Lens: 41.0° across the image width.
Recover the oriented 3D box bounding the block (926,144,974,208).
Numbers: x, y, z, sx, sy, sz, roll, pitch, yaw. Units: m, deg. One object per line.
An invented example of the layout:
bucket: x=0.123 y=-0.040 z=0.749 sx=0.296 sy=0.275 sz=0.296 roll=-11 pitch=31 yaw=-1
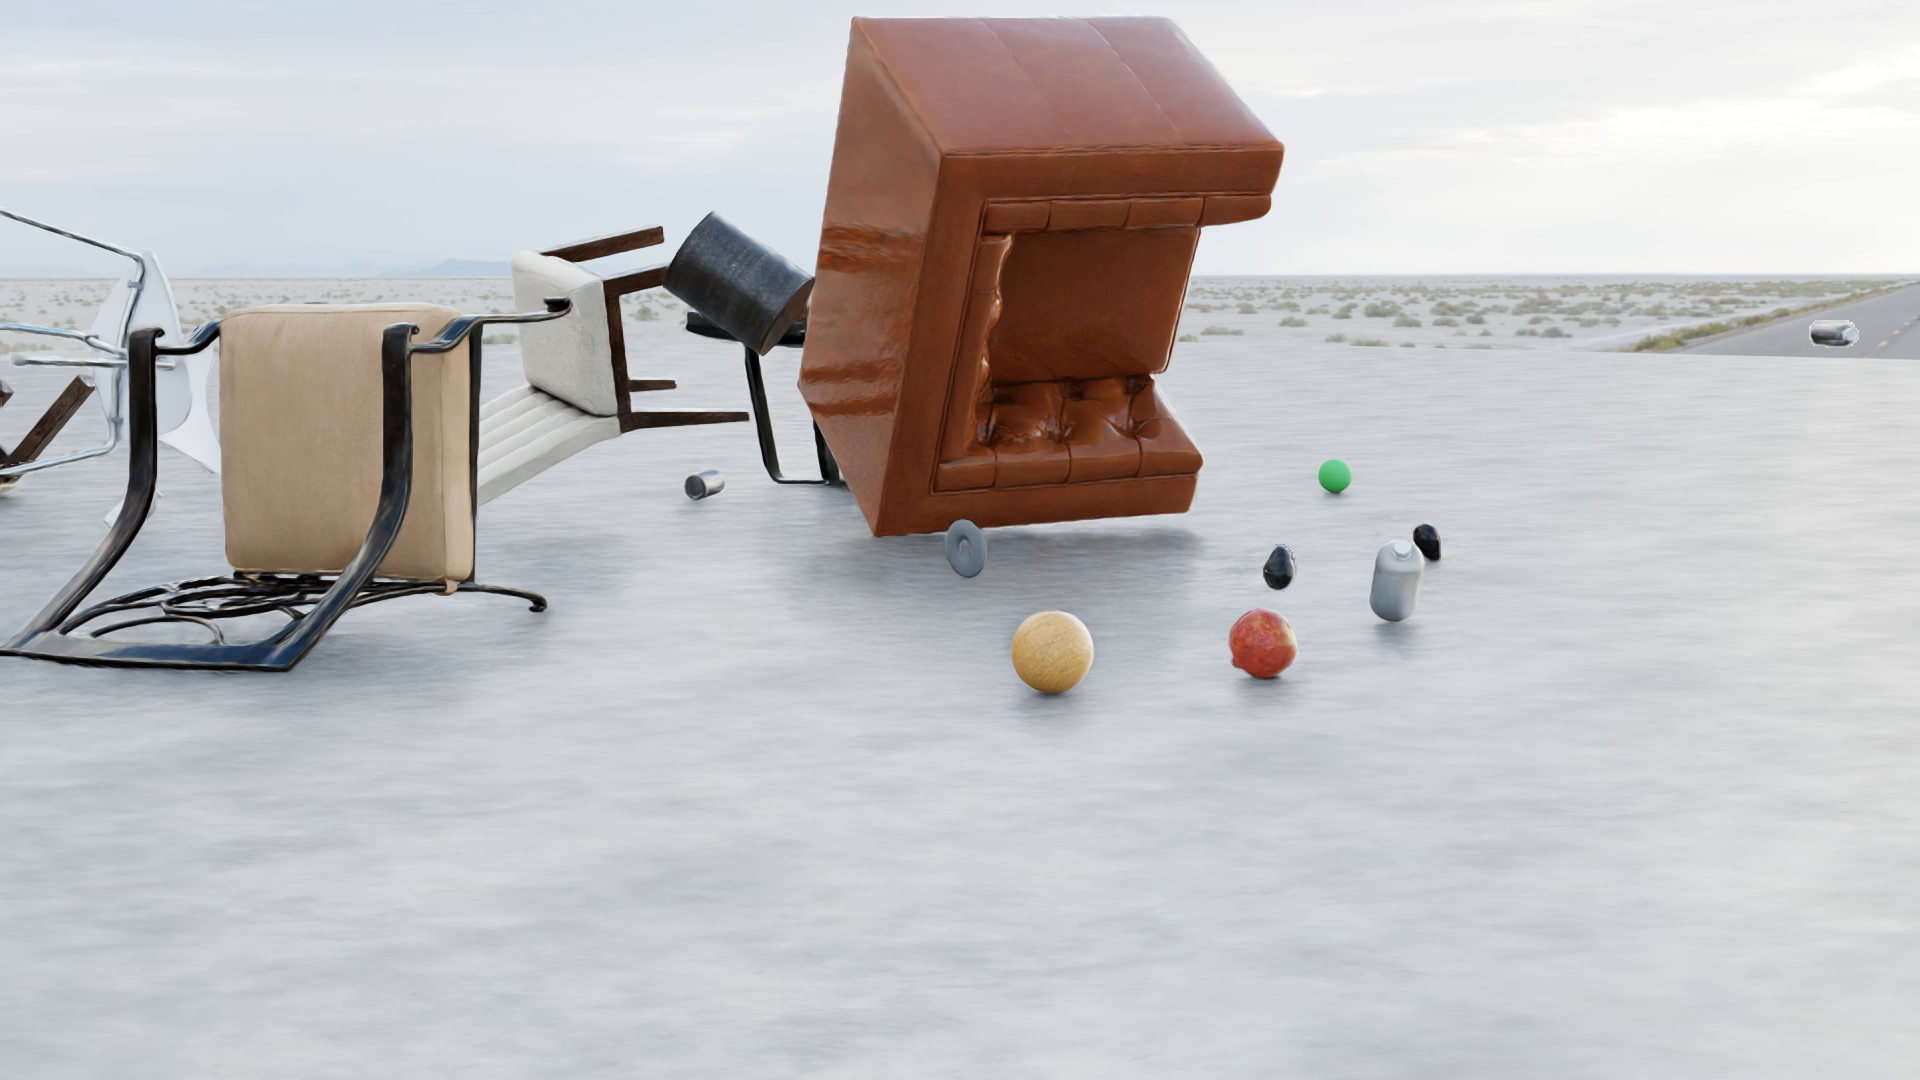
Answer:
block: x=-0.034 y=-1.235 z=8.701 sx=0.098 sy=0.157 sz=0.118 roll=-9 pitch=-34 yaw=28

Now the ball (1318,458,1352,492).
ball: x=1.144 y=-0.197 z=7.820 sx=0.104 sy=0.104 sz=0.104 roll=0 pitch=6 yaw=0

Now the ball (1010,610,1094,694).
ball: x=0.146 y=0.176 z=4.057 sx=0.132 sy=0.132 sz=0.132 roll=0 pitch=6 yaw=0

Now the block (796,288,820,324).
block: x=-0.526 y=-0.775 z=8.345 sx=0.104 sy=0.076 sz=0.106 roll=10 pitch=-31 yaw=13

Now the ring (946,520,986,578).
ring: x=0.013 y=0.019 z=5.600 sx=0.102 sy=0.130 sz=0.029 roll=-5 pitch=5 yaw=35

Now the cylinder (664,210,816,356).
cylinder: x=-0.452 y=-0.526 z=5.255 sx=0.244 sy=0.192 sz=0.219 roll=35 pitch=-4 yaw=2
